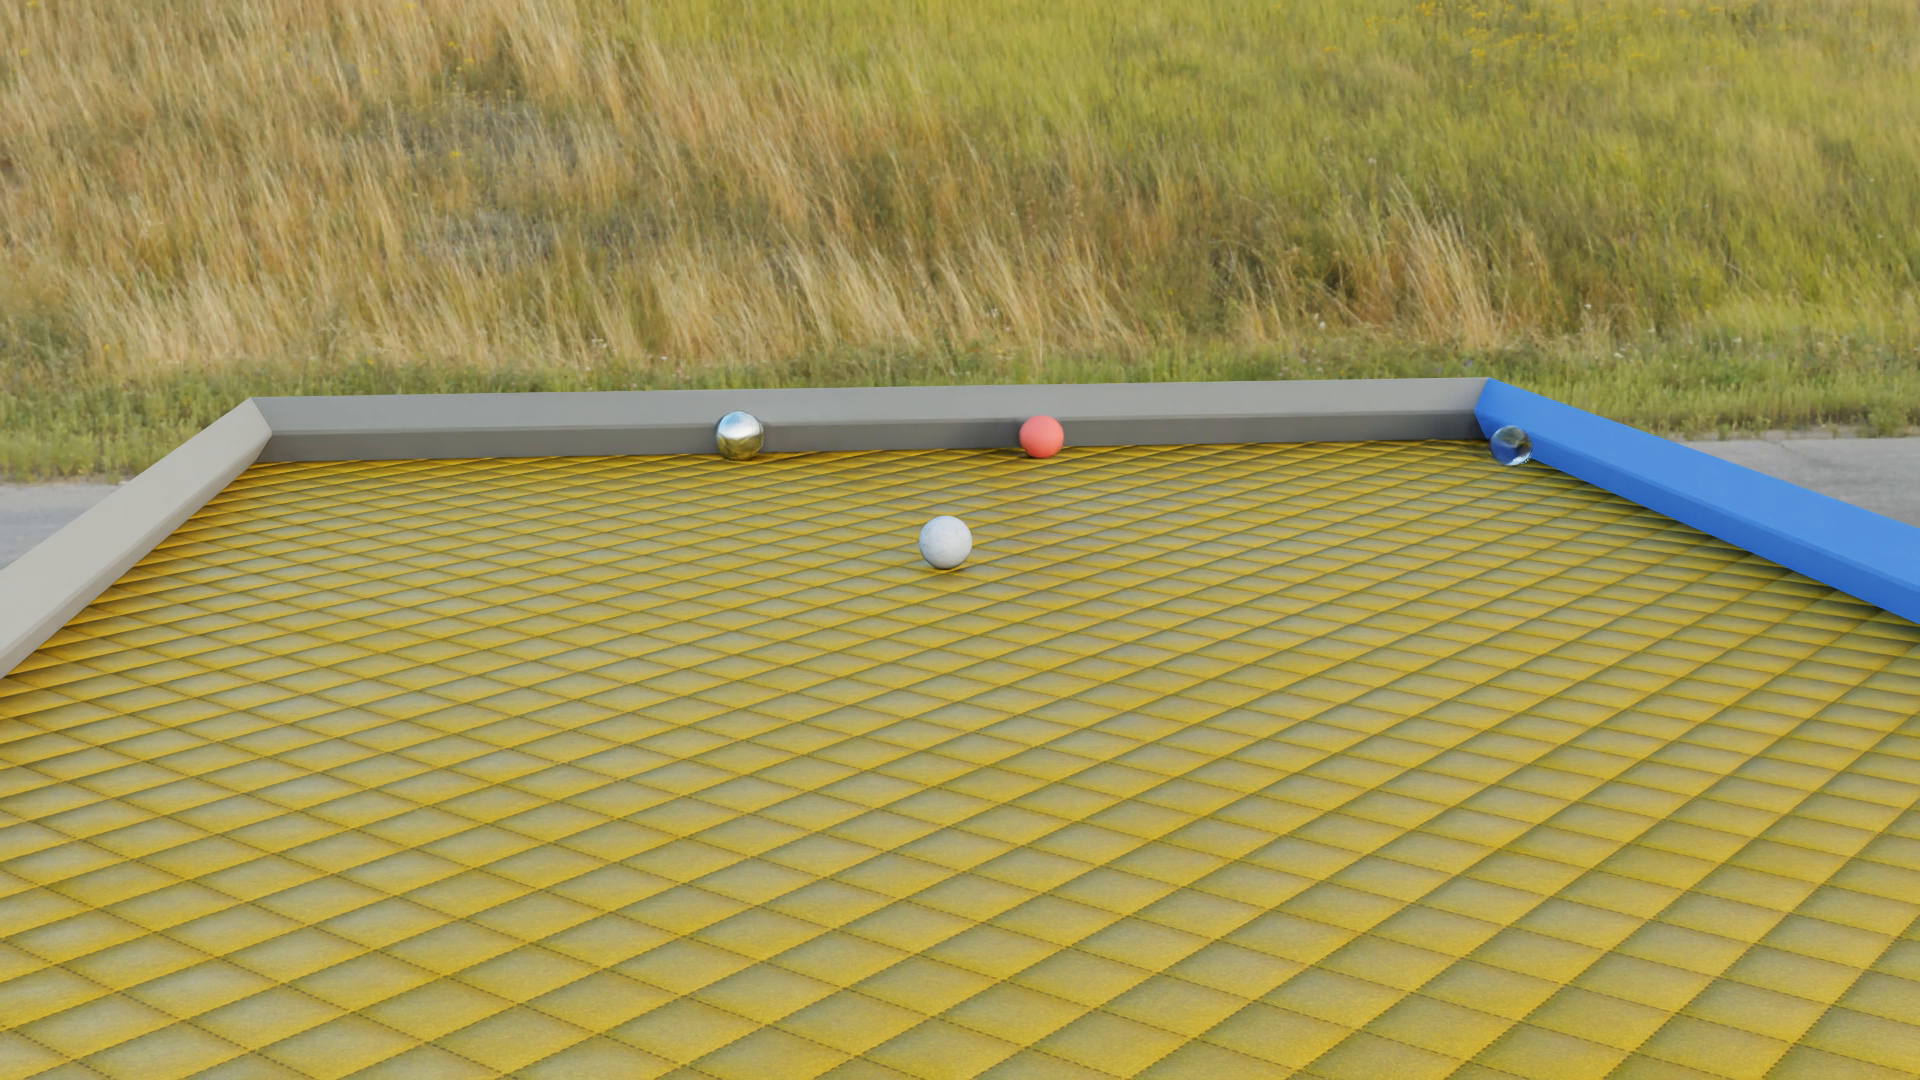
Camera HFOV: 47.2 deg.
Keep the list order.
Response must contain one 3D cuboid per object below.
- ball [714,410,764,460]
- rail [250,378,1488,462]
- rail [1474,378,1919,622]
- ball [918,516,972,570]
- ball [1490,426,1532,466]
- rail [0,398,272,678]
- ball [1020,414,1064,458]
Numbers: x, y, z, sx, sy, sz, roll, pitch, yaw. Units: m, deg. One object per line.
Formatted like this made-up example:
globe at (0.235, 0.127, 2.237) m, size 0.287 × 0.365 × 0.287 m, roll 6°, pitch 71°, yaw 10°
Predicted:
ball at (-0.421, -0.198, 4.191) m, size 0.095 × 0.095 × 0.095 m, roll 0°, pitch 11°, yaw 0°
rail at (-0.133, -0.234, 4.290) m, size 2.432 × 0.123 × 0.045 m, roll -1°, pitch 12°, yaw -7°
rail at (1.320, 0.172, 2.288) m, size 0.045 × 0.123 × 4.458 m, roll -1°, pitch 12°, yaw -7°
ball at (-0.021, 0.003, 3.234) m, size 0.079 × 0.079 × 0.079 m, roll 0°, pitch 11°, yaw 0°
ball at (1.034, -0.177, 4.129) m, size 0.077 × 0.077 × 0.077 m, roll 0°, pitch 11°, yaw 0°
rail at (-1.048, 0.229, 2.003) m, size 0.045 × 0.123 × 4.458 m, roll -1°, pitch 12°, yaw -7°
ball at (0.156, -0.199, 4.221) m, size 0.084 × 0.084 × 0.084 m, roll 0°, pitch 11°, yaw 0°
